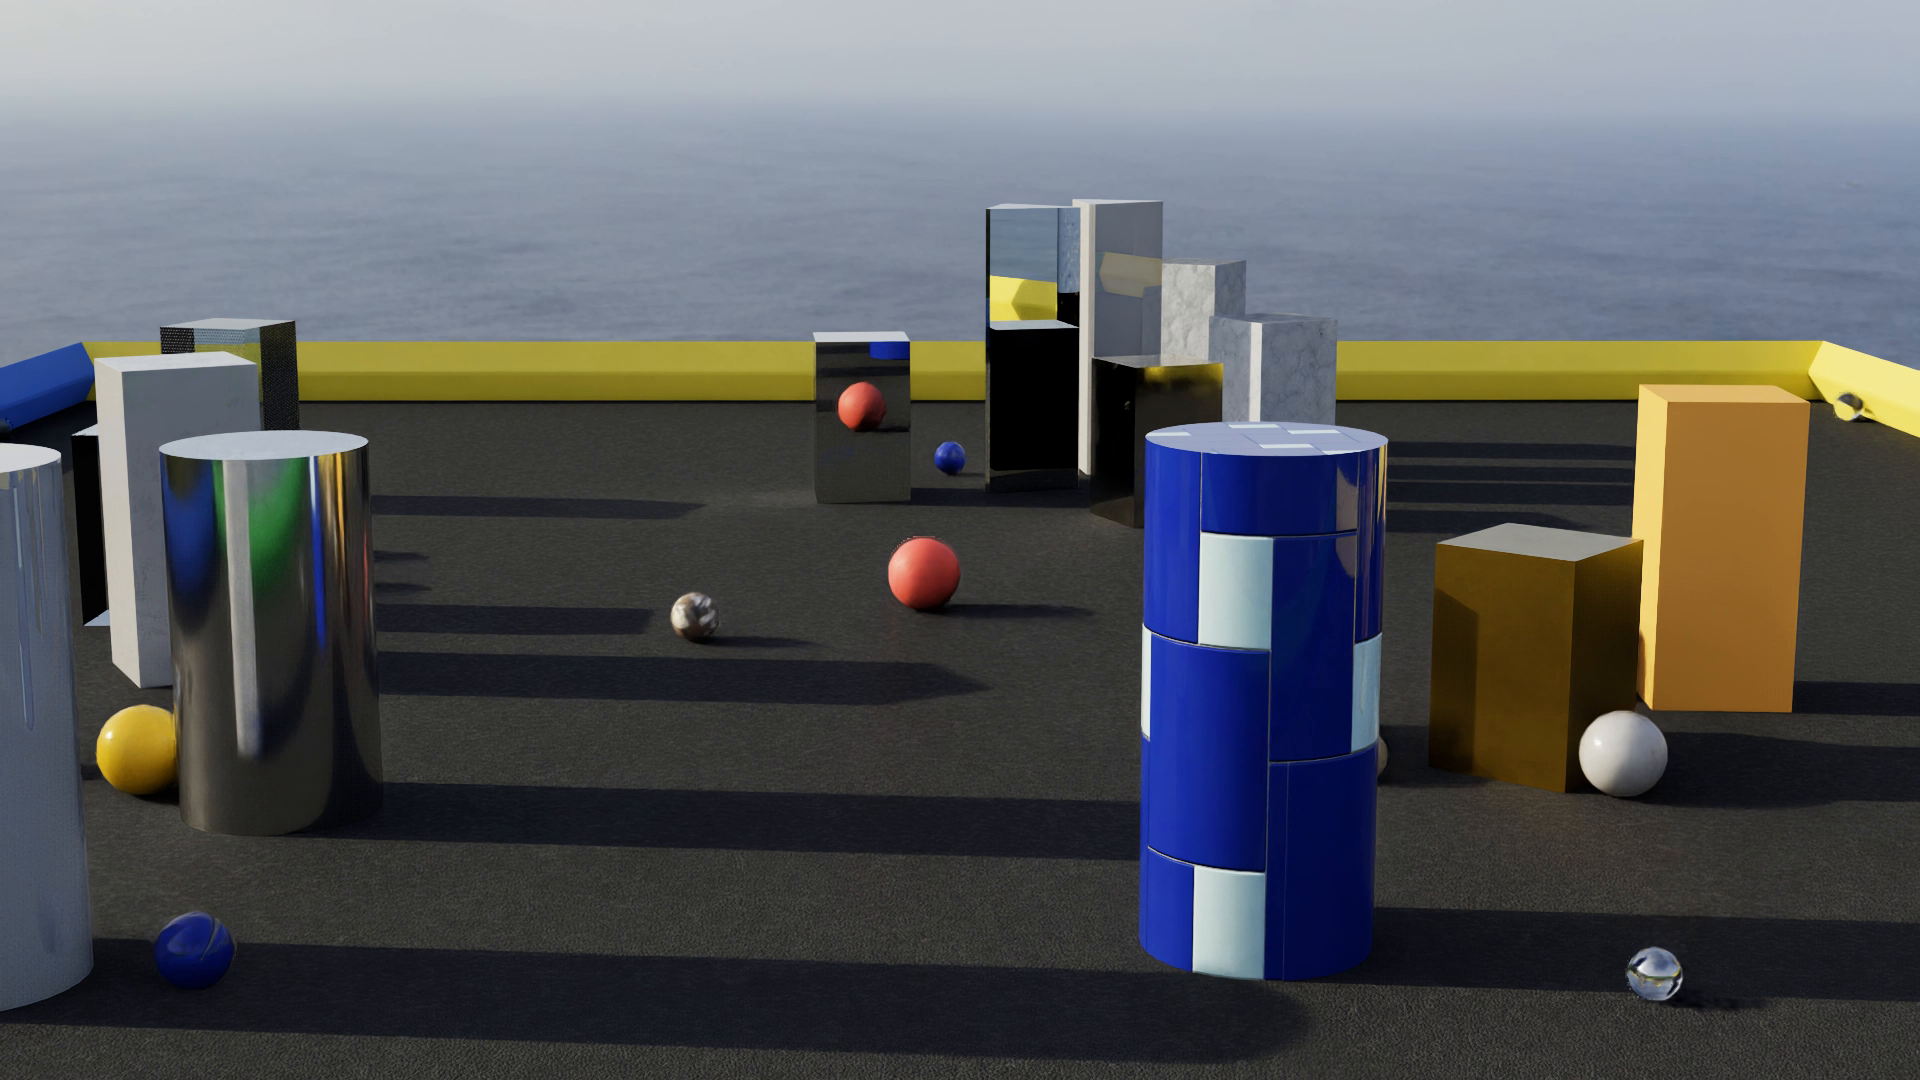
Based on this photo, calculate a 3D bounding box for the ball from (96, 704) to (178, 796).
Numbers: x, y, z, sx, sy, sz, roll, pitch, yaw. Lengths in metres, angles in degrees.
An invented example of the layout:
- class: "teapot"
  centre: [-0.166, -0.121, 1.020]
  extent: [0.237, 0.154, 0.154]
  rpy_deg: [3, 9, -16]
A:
- class: "ball"
  centre: [-0.824, 0.212, 2.587]
  extent: [0.091, 0.091, 0.091]
  rpy_deg: [0, 11, 0]

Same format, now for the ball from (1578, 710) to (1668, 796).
- class: "ball"
  centre: [0.667, 0.215, 2.583]
  extent: [0.087, 0.087, 0.087]
  rpy_deg: [0, 11, 0]

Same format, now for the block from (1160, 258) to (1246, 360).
- class: "block"
  centre: [0.444, -0.356, 4.923]
  extent: [0.157, 0.356, 0.157]
  rpy_deg: [5, 12, 27]

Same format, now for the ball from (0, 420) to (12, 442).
- class: "ball"
  centre: [-1.875, -0.212, 5.009]
  extent: [0.042, 0.042, 0.042]
  rpy_deg: [0, 11, 0]

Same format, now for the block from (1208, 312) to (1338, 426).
- class: "block"
  centre: [0.536, -0.234, 4.422]
  extent: [0.157, 0.299, 0.157]
  rpy_deg: [-6, 12, -28]

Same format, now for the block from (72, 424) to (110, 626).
- class: "block"
  centre: [-1.075, -0.026, 3.427]
  extent: [0.157, 0.253, 0.157]
  rpy_deg: [0, 11, -1]

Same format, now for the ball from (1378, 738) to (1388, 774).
- class: "ball"
  centre: [0.413, 0.221, 2.639]
  extent: [0.054, 0.054, 0.054]
  rpy_deg: [0, 11, 0]

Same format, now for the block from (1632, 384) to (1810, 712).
- class: "block"
  centre: [0.873, 0.007, 2.971]
  extent: [0.157, 0.355, 0.157]
  rpy_deg: [1, 11, 3]

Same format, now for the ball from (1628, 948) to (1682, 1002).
- class: "ball"
  centre: [0.547, 0.342, 2.020]
  extent: [0.042, 0.042, 0.042]
  rpy_deg: [0, 11, 0]

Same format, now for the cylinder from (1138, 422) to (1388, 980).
- class: "cylinder"
  centre: [0.249, 0.127, 2.123]
  extent: [0.196, 0.427, 0.196]
  rpy_deg: [0, 11, 0]

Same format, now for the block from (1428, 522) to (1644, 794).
- class: "block"
  centre: [0.602, 0.119, 2.684]
  extent: [0.157, 0.239, 0.157]
  rpy_deg: [9, 14, 39]

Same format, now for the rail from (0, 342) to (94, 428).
- class: "rail"
  centre: [-1.886, 0.035, 3.438]
  extent: [0.045, 0.127, 4.438]
  rpy_deg: [0, 11, 0]

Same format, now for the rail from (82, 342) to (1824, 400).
- class: "rail"
  centre: [-0.013, -0.367, 5.607]
  extent: [3.819, 0.127, 0.045]
  rpy_deg: [0, 11, 0]

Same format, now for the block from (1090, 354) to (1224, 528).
- class: "block"
  centre: [0.317, -0.163, 4.157]
  extent: [0.157, 0.257, 0.157]
  rpy_deg: [-4, 11, -23]

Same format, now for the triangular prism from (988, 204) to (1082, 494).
- class: "triangular prism"
  centre: [0.103, -0.337, 4.463]
  extent: [0.170, 0.486, 0.147]
  rpy_deg: [-4, 11, -18]

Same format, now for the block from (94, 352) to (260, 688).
- class: "block"
  centre: [-0.939, -0.029, 3.102]
  extent: [0.157, 0.377, 0.157]
  rpy_deg: [-6, 12, -29]

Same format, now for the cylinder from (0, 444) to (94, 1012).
- class: "cylinder"
  centre: [-0.804, 0.146, 2.039]
  extent: [0.196, 0.421, 0.196]
  rpy_deg: [0, 11, 0]

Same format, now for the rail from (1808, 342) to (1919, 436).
- class: "rail"
  centre: [1.886, 0.031, 3.460]
  extent: [0.045, 0.127, 4.438]
  rpy_deg: [0, 11, 0]

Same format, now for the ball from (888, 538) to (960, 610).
- class: "ball"
  centre: [-0.049, 0.046, 3.464]
  extent: [0.098, 0.098, 0.098]
  rpy_deg: [0, 11, 0]

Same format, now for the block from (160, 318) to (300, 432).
- class: "block"
  centre: [-1.217, -0.211, 4.293]
  extent: [0.157, 0.302, 0.157]
  rpy_deg: [3, 11, 17]

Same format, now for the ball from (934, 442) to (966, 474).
- class: "ball"
  centre: [-0.017, -0.148, 4.617]
  extent: [0.058, 0.058, 0.058]
  rpy_deg: [0, 11, 0]

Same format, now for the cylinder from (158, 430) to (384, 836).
- class: "cylinder"
  centre: [-0.673, 0.087, 2.516]
  extent: [0.196, 0.364, 0.196]
  rpy_deg: [0, 11, 0]

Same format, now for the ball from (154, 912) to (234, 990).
- class: "ball"
  centre: [-0.611, 0.328, 2.047]
  extent: [0.061, 0.061, 0.061]
  rpy_deg: [0, 11, 0]

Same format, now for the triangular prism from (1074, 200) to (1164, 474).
- class: "triangular prism"
  centre: [0.254, -0.375, 4.677]
  extent: [0.170, 0.483, 0.147]
  rpy_deg: [-8, 13, -37]

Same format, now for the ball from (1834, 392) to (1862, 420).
- class: "ball"
  centre: [1.840, -0.276, 5.315]
  extent: [0.057, 0.057, 0.057]
  rpy_deg: [0, 11, 0]

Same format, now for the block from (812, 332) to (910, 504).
- class: "block"
  centre: [-0.168, -0.210, 4.365]
  extent: [0.157, 0.273, 0.157]
  rpy_deg: [-1, 11, -5]

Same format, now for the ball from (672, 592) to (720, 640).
- class: "ball"
  centre: [-0.339, 0.098, 3.281]
  extent: [0.061, 0.061, 0.061]
  rpy_deg: [0, 11, 0]
